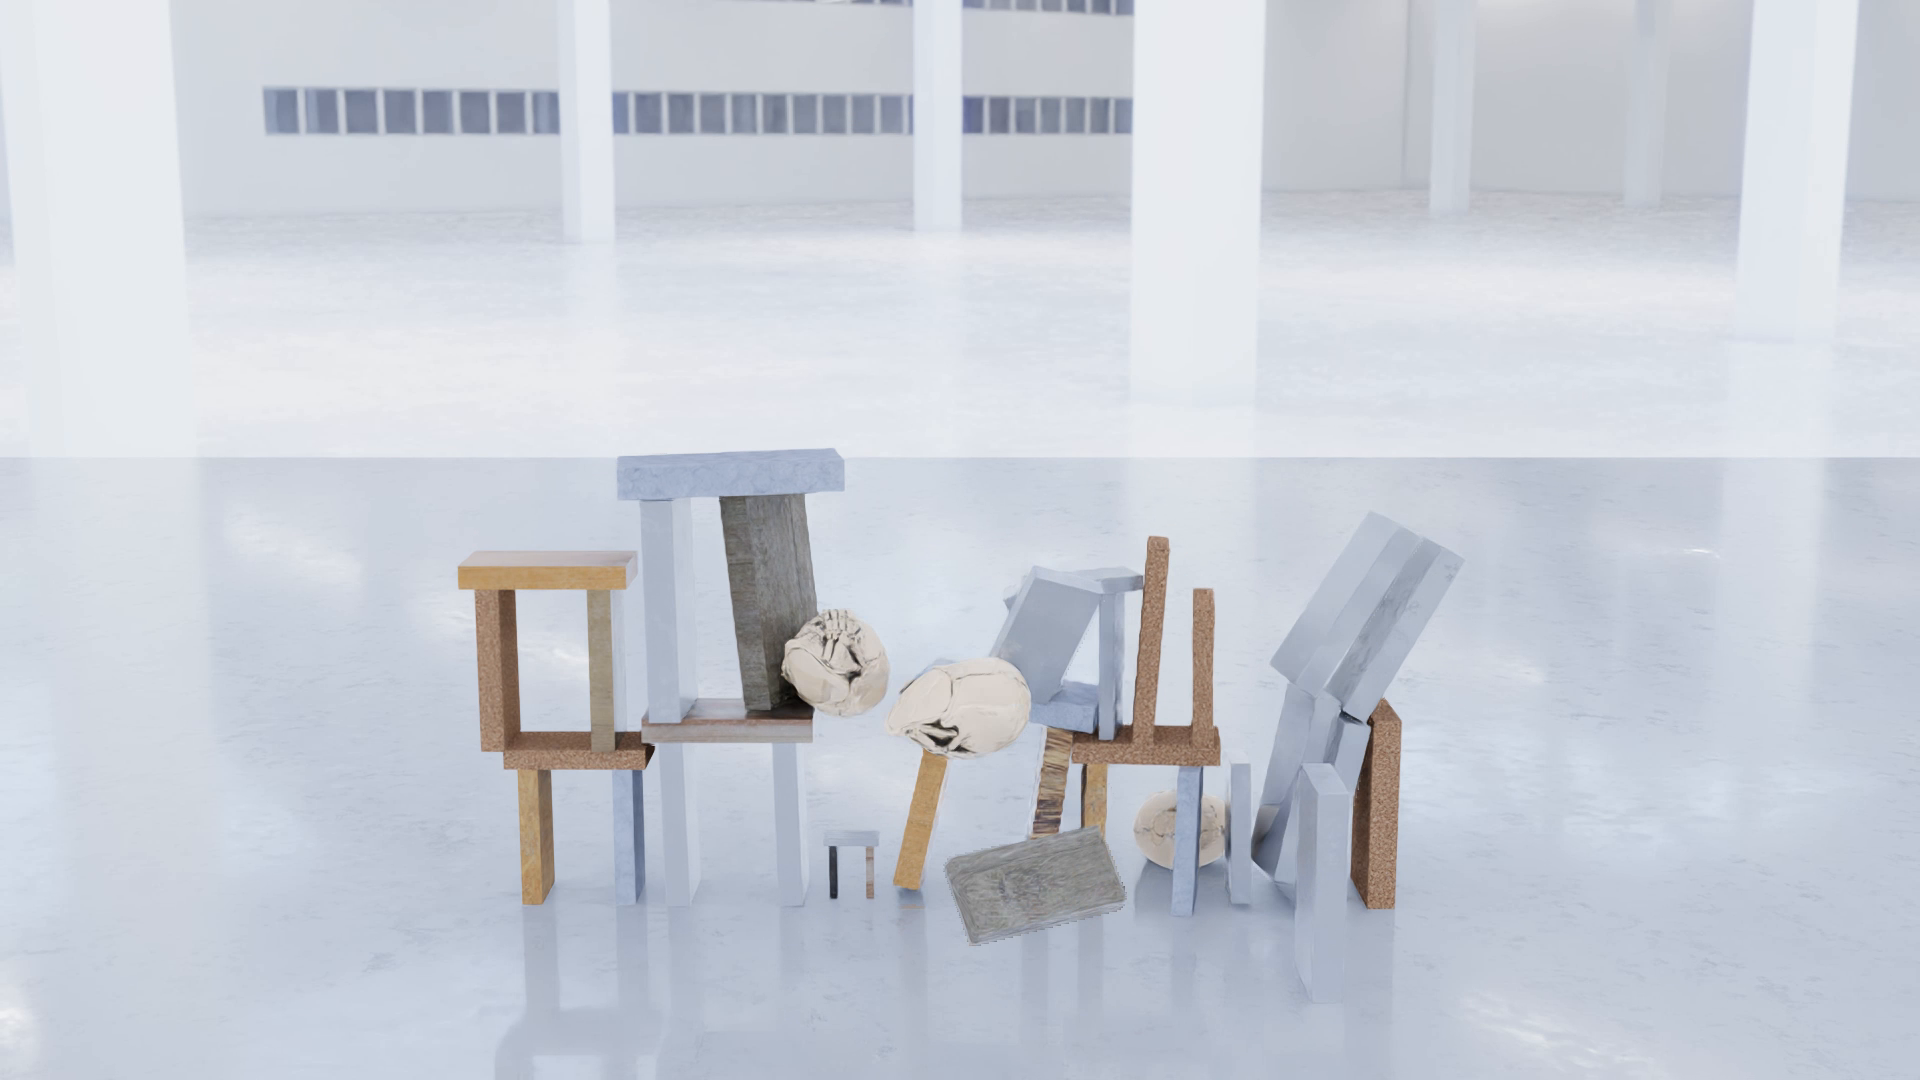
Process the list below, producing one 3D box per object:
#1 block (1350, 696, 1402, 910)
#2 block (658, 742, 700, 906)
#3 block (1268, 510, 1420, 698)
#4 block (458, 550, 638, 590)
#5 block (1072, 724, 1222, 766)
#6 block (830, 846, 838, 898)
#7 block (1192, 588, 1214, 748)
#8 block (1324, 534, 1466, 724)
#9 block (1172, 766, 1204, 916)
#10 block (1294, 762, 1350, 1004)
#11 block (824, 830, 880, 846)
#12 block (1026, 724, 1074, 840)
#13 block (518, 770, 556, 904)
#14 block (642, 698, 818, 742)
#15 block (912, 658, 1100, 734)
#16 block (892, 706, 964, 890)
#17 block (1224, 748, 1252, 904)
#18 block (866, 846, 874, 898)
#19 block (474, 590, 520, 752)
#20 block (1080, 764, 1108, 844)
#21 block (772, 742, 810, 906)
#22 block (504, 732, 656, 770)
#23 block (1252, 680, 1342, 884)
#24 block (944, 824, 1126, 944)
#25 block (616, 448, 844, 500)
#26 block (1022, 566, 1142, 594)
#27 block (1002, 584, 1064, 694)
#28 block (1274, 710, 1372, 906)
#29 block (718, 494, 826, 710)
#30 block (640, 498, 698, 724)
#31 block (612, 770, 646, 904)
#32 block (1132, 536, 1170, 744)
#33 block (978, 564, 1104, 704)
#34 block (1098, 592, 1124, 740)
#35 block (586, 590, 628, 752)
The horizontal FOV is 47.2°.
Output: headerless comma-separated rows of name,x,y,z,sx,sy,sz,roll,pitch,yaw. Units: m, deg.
block,0.689,0.433,3.645,0.045,0.318,0.159,0,11,0
block,-0.464,0.452,3.648,0.039,0.276,0.138,-1,10,1
block,0.628,0.102,3.607,0.044,0.308,0.154,32,4,-11
block,-0.667,0.048,3.572,0.268,0.038,0.134,0,11,0
block,0.305,0.336,3.616,0.241,0.034,0.121,1,10,4
block,-0.210,0.546,3.658,0.013,0.091,0.045,0,11,0
block,0.393,0.206,3.559,0.033,0.233,0.117,1,16,6
block,0.709,0.143,3.603,0.044,0.308,0.154,30,6,-6
block,0.373,0.480,3.599,0.034,0.241,0.121,3,11,9
block,0.535,0.505,3.256,0.045,0.318,0.159,0,11,-1
block,-0.179,0.495,3.649,0.091,0.013,0.045,0,11,0
block,0.143,0.440,3.645,0.043,0.301,0.151,8,10,-1
block,-0.703,0.476,3.652,0.033,0.230,0.115,0,11,0
block,-0.376,0.297,3.621,0.276,0.039,0.138,0,10,0
block,0.088,0.256,3.647,0.301,0.043,0.151,9,11,13
block,-0.051,0.423,3.672,0.043,0.301,0.151,13,0,4
block,0.460,0.473,3.640,0.033,0.233,0.117,-1,7,2
block,-0.149,0.546,3.658,0.013,0.091,0.045,0,11,0
block,-0.756,0.199,3.600,0.038,0.268,0.134,0,11,0
block,0.220,0.471,3.647,0.034,0.241,0.121,1,11,0
block,-0.280,0.453,3.648,0.039,0.276,0.138,-1,10,1
block,-0.626,0.347,3.628,0.230,0.033,0.115,0,11,0
block,0.552,0.397,3.636,0.044,0.308,0.154,11,6,-10
block,0.106,0.481,3.085,0.232,0.116,0.033,-9,-25,-25
block,-0.374,-0.108,3.564,0.358,0.051,0.179,-3,9,-8
block,0.197,0.069,3.556,0.176,0.025,0.088,-5,10,-14
block,0.120,0.162,3.608,0.025,0.176,0.088,-26,9,6
block,0.592,0.436,3.625,0.045,0.318,0.159,11,9,-10
block,-0.308,0.088,3.645,0.051,0.358,0.179,-4,6,28
block,-0.472,0.101,3.579,0.051,0.358,0.179,-1,10,3
block,-0.549,0.476,3.651,0.033,0.230,0.115,0,11,0
block,0.310,0.161,3.582,0.033,0.320,0.117,5,11,3
block,0.127,0.152,3.480,0.116,0.232,0.033,15,33,-16
block,0.248,0.198,3.598,0.025,0.245,0.088,2,11,14
block,-0.577,0.199,3.600,0.038,0.268,0.134,0,11,0
